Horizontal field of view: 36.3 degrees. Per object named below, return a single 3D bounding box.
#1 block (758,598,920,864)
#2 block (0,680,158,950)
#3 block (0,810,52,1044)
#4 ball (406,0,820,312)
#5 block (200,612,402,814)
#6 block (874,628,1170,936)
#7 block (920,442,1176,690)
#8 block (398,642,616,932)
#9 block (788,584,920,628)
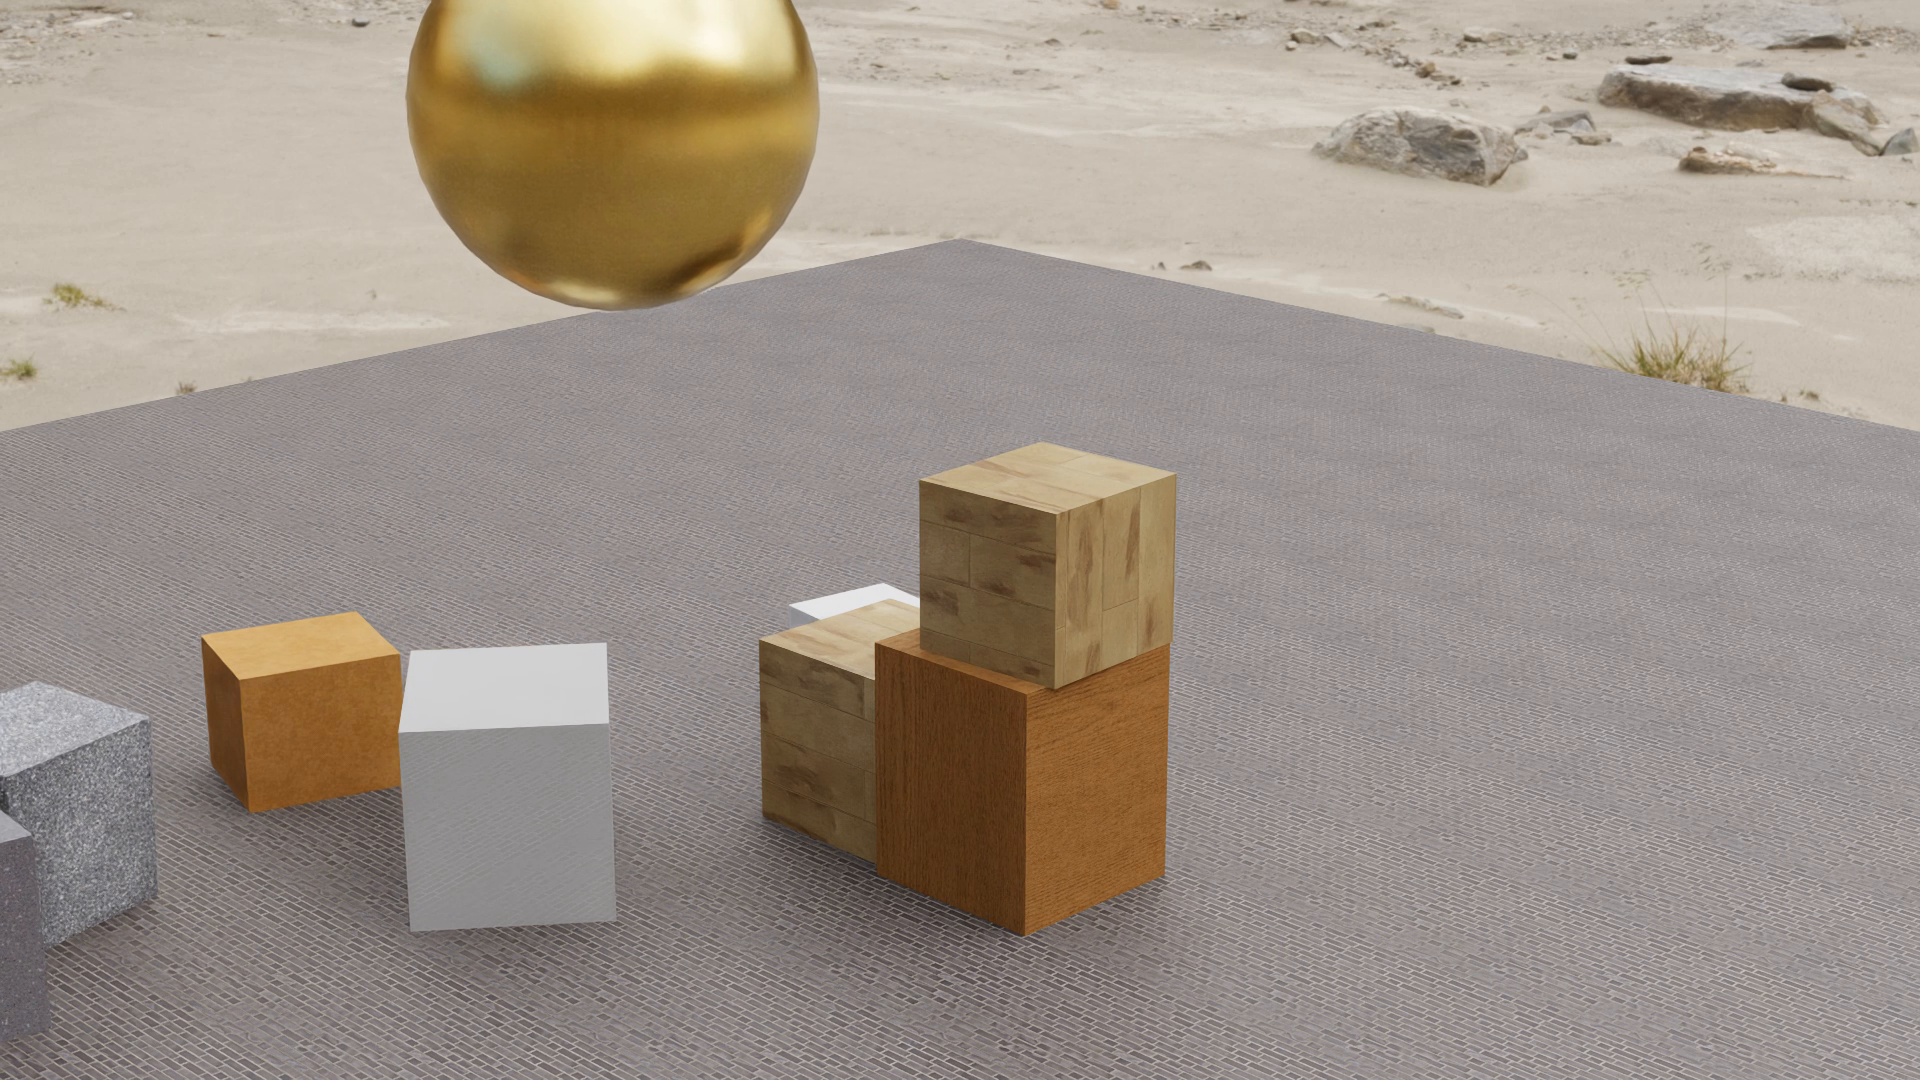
[{"bbox_3d":[-0.342,0.900,13.972,0.857,0.905,0.865,-17,24,-42],"label":"block"},{"bbox_3d":[-4.111,1.226,12.932,0.706,0.868,0.816,14,22,28],"label":"block"},{"bbox_3d":[-4.315,1.573,11.912,0.874,0.856,0.837,-14,22,-37],"label":"block"},{"bbox_3d":[-1.343,-1.692,11.402,1.600,1.600,1.600,0,17,0],"label":"ball"},{"bbox_3d":[-3.250,0.840,14.526,0.790,0.686,0.723,-9,20,-27],"label":"block"},{"bbox_3d":[0.279,0.997,13.290,0.942,1.129,0.929,17,24,42],"label":"block"},{"bbox_3d":[0.388,0.095,12.969,0.780,0.784,0.828,15,23,39],"label":"block"},{"bbox_3d":[-2.032,1.100,13.284,0.900,0.936,1.054,-2,18,-7],"label":"block"},{"bbox_3d":[-0.483,0.628,15.384,0.609,0.577,0.566,-13,21,-35],"label":"block"}]
